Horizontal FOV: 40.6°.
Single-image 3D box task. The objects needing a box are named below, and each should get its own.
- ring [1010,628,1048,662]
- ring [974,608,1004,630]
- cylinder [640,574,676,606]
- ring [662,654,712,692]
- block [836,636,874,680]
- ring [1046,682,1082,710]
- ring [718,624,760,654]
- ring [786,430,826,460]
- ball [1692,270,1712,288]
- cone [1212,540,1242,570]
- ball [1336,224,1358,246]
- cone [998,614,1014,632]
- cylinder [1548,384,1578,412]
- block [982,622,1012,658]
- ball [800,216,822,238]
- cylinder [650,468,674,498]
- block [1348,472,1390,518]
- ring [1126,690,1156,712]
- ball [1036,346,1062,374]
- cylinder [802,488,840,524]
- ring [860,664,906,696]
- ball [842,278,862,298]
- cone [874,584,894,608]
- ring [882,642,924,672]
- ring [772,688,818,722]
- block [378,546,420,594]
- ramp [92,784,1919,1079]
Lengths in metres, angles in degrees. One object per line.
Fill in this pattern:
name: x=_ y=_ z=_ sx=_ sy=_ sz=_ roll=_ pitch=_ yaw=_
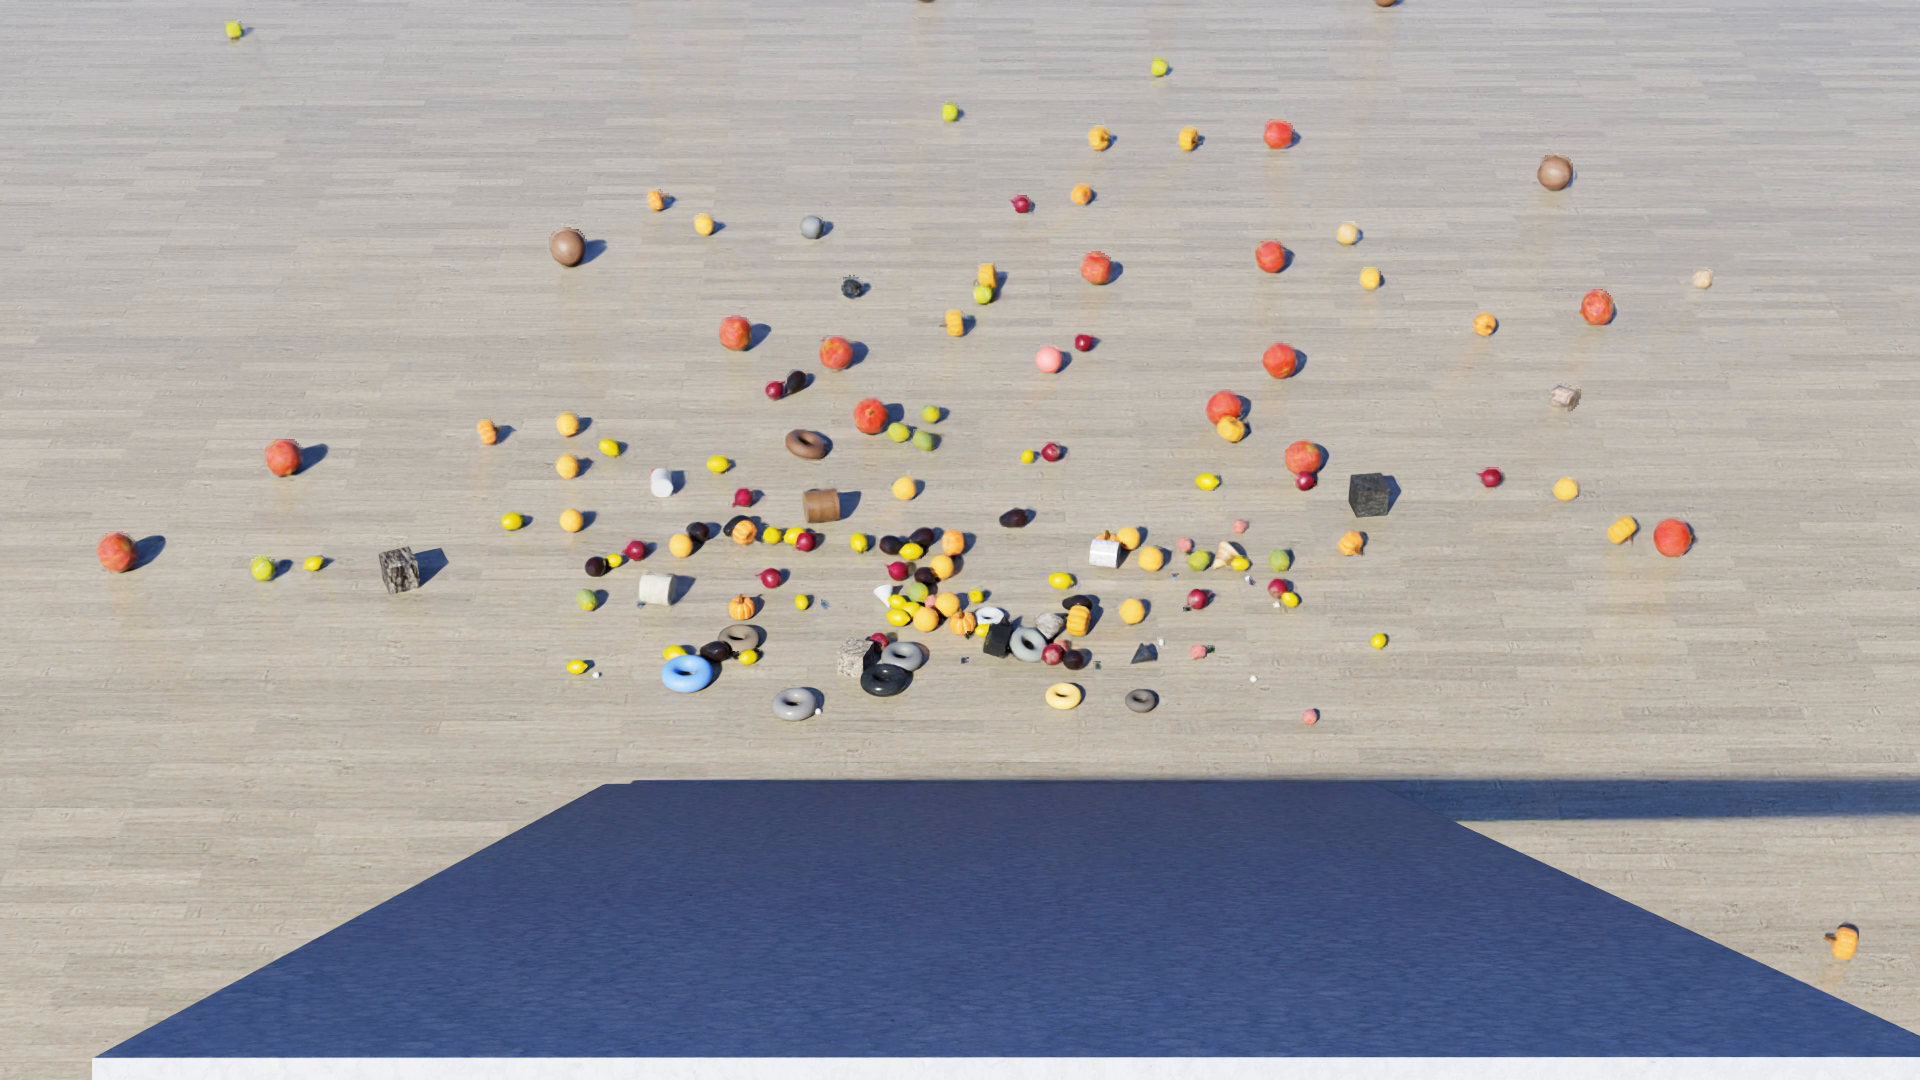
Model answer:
ring: x=0.195 y=0.298 z=7.370 sx=0.115 sy=0.038 sz=0.115 roll=14 pitch=48 yaw=-16
ring: x=0.085 y=0.228 z=7.509 sx=0.094 sy=0.031 sz=0.094 roll=-1 pitch=33 yaw=1
cylinder: x=-0.884 y=0.144 z=7.585 sx=0.086 sy=0.086 sz=0.086 roll=6 pitch=34 yaw=9
ring: x=-0.765 y=0.375 z=7.270 sx=0.145 sy=0.048 sz=0.145 roll=0 pitch=35 yaw=0
block: x=-0.294 y=0.332 z=7.306 sx=0.079 sy=0.079 sz=0.079 roll=12 pitch=35 yaw=18
ring: x=0.287 y=0.433 z=7.195 sx=0.101 sy=0.034 sz=0.101 roll=-1 pitch=33 yaw=1
ring: x=-0.632 y=0.284 z=7.416 sx=0.121 sy=0.040 sz=0.121 roll=0 pitch=32 yaw=0
ring: x=-0.492 y=-0.305 z=8.282 sx=0.137 sy=0.046 sz=0.137 roll=16 pitch=30 yaw=-10
ball: x=2.643 y=-0.928 z=9.234 sx=0.067 sy=0.067 sz=0.067 roll=0 pitch=33 yaw=0
cone: x=0.781 y=0.061 z=7.756 sx=0.085 sy=0.085 sz=0.085 roll=-45 pitch=48 yaw=-13
ball: x=1.421 y=-1.122 z=9.518 sx=0.081 sy=0.081 sz=0.081 roll=0 pitch=33 yaw=0
cone: x=0.128 y=0.247 z=7.432 sx=0.083 sy=0.083 sz=0.083 roll=0 pitch=33 yaw=0
cylinder: x=1.983 y=-0.468 z=8.528 sx=0.073 sy=0.073 sz=0.073 roll=24 pitch=40 yaw=31
block: x=0.107 y=0.285 z=7.371 sx=0.063 sy=0.063 sz=0.063 roll=16 pitch=49 yaw=7
ball: x=-0.548 y=-1.153 z=9.560 sx=0.086 sy=0.086 sz=0.086 roll=0 pitch=33 yaw=0
cylinder: x=-0.930 y=-0.178 z=8.094 sx=0.066 sy=0.066 sz=0.066 roll=-5 pitch=38 yaw=-8
block: x=1.262 y=-0.139 z=8.006 sx=0.097 sy=0.097 sz=0.097 roll=-4 pitch=34 yaw=-7
ring: x=0.500 y=0.445 z=7.180 sx=0.087 sy=0.029 sz=0.087 roll=0 pitch=34 yaw=0
ball: x=0.298 y=-0.605 z=8.721 sx=0.092 sy=0.092 sz=0.092 roll=0 pitch=33 yaw=0
cylinder: x=-0.425 y=-0.105 z=7.953 sx=0.099 sy=0.099 sz=0.099 roll=-8 pitch=34 yaw=-11
ring: x=-0.214 y=0.391 z=7.249 sx=0.131 sy=0.044 sz=0.131 roll=-1 pitch=33 yaw=1
ball: x=-0.384 y=-0.891 z=9.175 sx=0.070 sy=0.070 sz=0.070 roll=0 pitch=33 yaw=0
cone: x=-0.215 y=0.173 z=7.595 sx=0.062 sy=0.062 sz=0.062 roll=-10 pitch=61 yaw=-15
ring: x=-0.163 y=0.331 z=7.343 sx=0.122 sy=0.041 sz=0.122 roll=1 pitch=33 yaw=-1
ring: x=-0.457 y=0.453 z=7.157 sx=0.126 sy=0.042 sz=0.126 roll=-1 pitch=34 yaw=1
block: x=-1.655 y=0.090 z=7.663 sx=0.092 sy=0.092 sz=0.092 roll=-14 pitch=36 yaw=-20
ramp: x=0.074 y=0.644 z=4.766 sx=2.000 sy=0.100 sz=4.000 roll=0 pitch=-1 yaw=0
